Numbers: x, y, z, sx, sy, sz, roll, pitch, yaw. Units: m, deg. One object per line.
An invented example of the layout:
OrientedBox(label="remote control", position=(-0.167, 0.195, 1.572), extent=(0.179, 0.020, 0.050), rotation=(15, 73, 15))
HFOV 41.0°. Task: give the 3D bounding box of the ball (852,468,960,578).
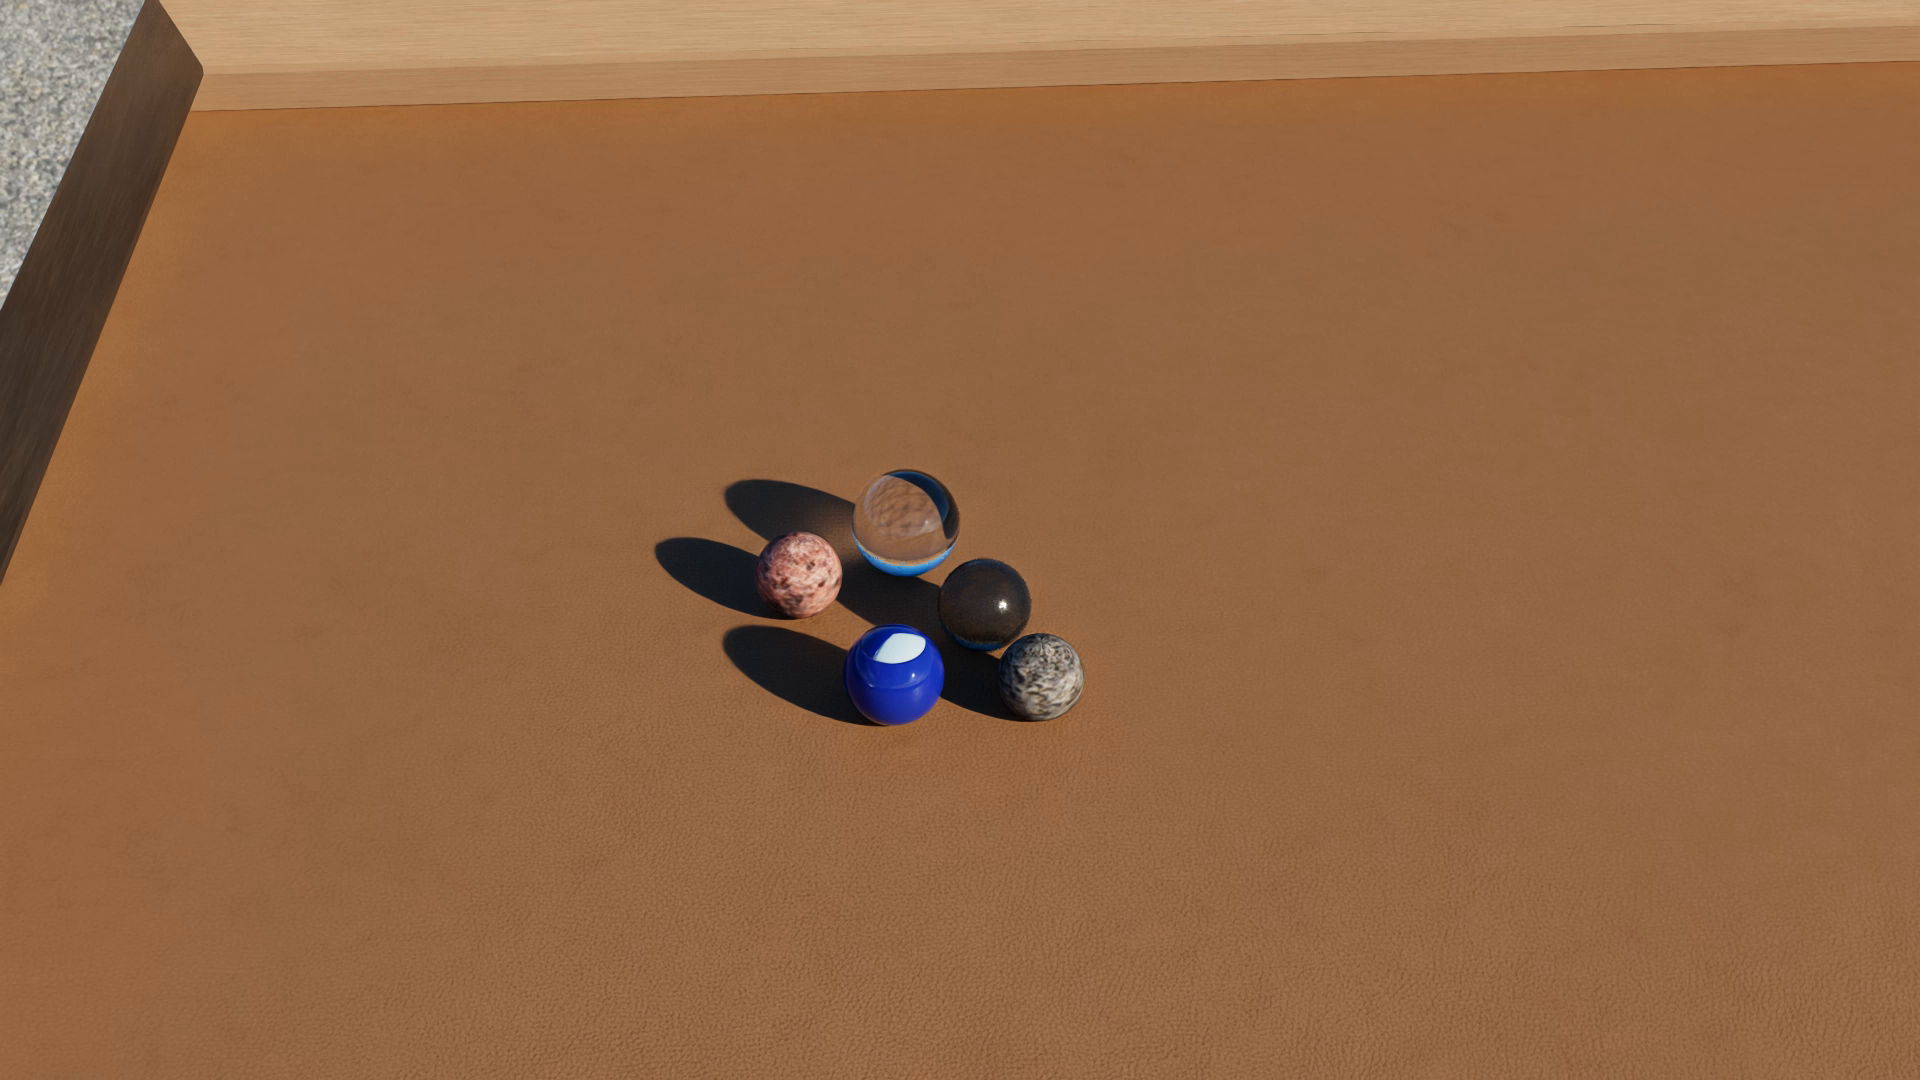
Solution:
OrientedBox(label="ball", position=(-0.037, -0.012, 1.767), extent=(0.075, 0.075, 0.075), rotation=(0, 36, 0))

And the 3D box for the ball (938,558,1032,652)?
OrientedBox(label="ball", position=(0.016, 0.043, 1.701), extent=(0.062, 0.062, 0.062), rotation=(0, 36, 0))

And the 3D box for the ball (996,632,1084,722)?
OrientedBox(label="ball", position=(0.052, 0.088, 1.643), extent=(0.057, 0.057, 0.057), rotation=(0, 36, 0))

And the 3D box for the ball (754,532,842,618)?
OrientedBox(label="ball", position=(-0.109, 0.024, 1.730), extent=(0.059, 0.059, 0.059), rotation=(0, 36, 0))

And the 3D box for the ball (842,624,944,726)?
OrientedBox(label="ball", position=(-0.042, 0.086, 1.638), extent=(0.065, 0.065, 0.065), rotation=(0, 36, 0))

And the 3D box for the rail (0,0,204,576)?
OrientedBox(label="rail", position=(-0.652, 0.002, 1.707), extent=(0.045, 0.119, 1.546), rotation=(-2, 36, -3))

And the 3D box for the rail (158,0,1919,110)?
OrientedBox(label="rail", position=(0.625, -0.485, 2.388), extent=(2.708, 0.119, 0.045), rotation=(-2, 36, -3))
